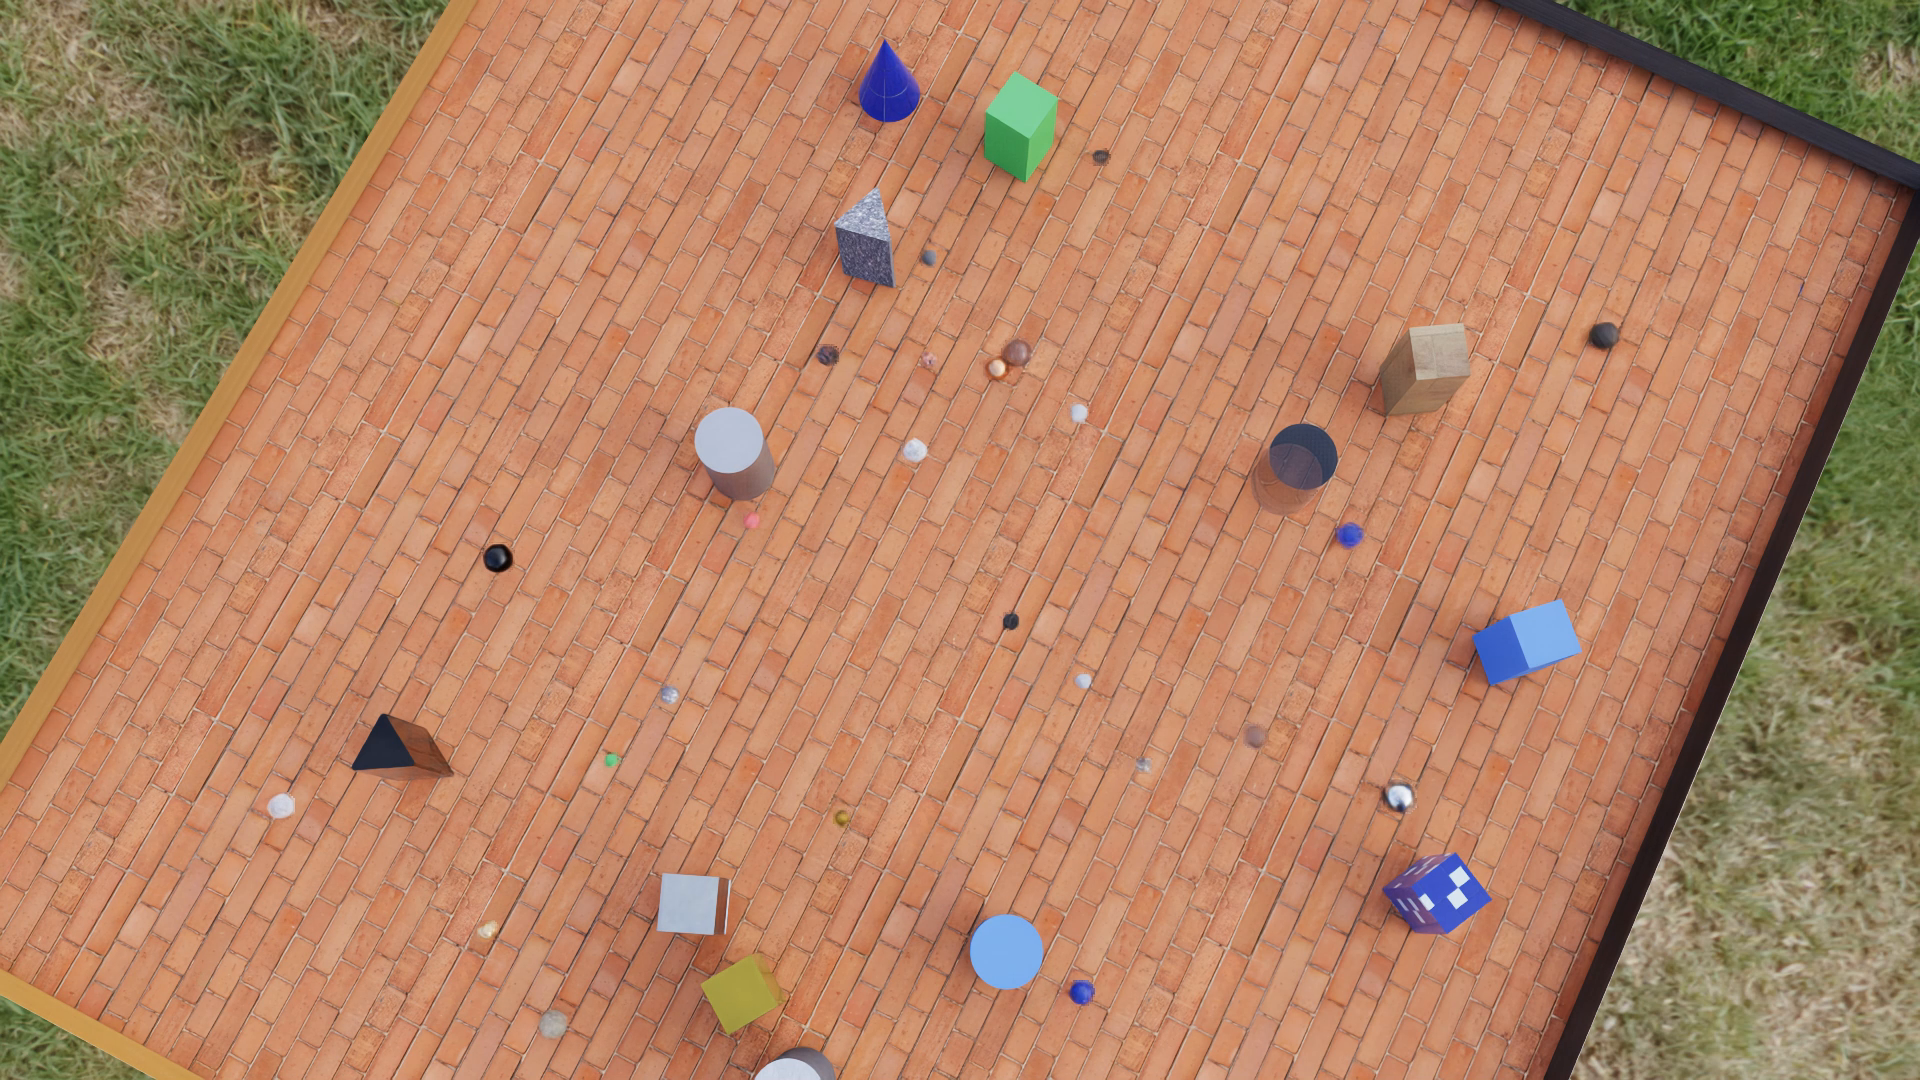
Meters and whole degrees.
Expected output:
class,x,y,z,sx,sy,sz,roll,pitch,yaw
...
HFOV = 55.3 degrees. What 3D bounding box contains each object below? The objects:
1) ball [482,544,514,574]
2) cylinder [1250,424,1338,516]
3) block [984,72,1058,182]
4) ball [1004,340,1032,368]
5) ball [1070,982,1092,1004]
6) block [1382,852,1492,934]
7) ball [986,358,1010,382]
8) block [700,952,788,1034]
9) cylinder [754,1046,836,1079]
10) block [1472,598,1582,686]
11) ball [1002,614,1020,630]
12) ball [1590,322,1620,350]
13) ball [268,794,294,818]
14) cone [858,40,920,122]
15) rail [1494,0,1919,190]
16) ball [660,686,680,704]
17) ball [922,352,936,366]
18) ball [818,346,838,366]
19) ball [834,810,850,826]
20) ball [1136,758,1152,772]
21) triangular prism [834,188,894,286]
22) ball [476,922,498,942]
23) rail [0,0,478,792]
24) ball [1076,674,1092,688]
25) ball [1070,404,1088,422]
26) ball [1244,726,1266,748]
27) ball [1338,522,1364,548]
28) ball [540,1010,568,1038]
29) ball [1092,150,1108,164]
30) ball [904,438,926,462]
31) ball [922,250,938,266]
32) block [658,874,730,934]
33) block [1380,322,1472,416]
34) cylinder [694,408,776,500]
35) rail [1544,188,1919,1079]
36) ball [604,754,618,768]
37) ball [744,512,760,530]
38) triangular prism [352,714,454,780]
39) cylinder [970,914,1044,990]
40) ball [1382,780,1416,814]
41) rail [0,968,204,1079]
class,x,y,z,sx,sy,sz,roll,pitch,yaw
ball,-1.401,0.056,5.559,0.090,0.090,0.090,0,78,0
cylinder,0.995,-0.207,5.481,0.199,0.349,0.199,0,78,0
block,0.187,-1.282,5.709,0.159,0.340,0.159,33,80,6
ball,0.180,-0.580,5.692,0.088,0.088,0.088,0,78,0
ball,0.351,1.313,5.311,0.066,0.066,0.066,0,78,0
block,1.354,1.009,5.224,0.159,0.360,0.159,-35,80,-7
ball,0.115,-0.530,5.688,0.074,0.074,0.074,0,78,0
block,-0.611,1.286,5.206,0.159,0.283,0.159,-30,80,-6
cylinder,-0.457,1.520,5.070,0.199,0.454,0.199,0,78,0
block,1.652,0.303,5.357,0.159,0.386,0.159,-17,79,-3
ball,0.155,0.246,5.540,0.050,0.050,0.050,0,78,0
ball,2.008,-0.637,5.704,0.087,0.087,0.087,0,78,0
ball,-2.007,0.788,5.417,0.072,0.072,0.072,0,78,0
cone,-0.228,-1.479,5.730,0.199,0.377,0.199,0,78,0
rail,1.067,-2.084,5.981,4.472,0.129,0.045,26,80,5
ball,-0.869,0.464,5.493,0.054,0.054,0.054,0,78,0
ball,-0.095,-0.564,5.711,0.044,0.044,0.044,0,78,0
ball,-0.412,-0.575,5.704,0.062,0.062,0.062,0,78,0
ball,-0.350,0.823,5.423,0.045,0.045,0.045,0,78,0
ball,0.547,0.670,5.455,0.044,0.044,0.044,0,78,0
triangular prism,-0.266,-0.932,5.603,0.172,0.405,0.149,17,79,3
ball,-1.381,1.144,5.351,0.057,0.057,0.057,0,78,0
rail,-1.979,-0.962,5.749,0.045,0.129,4.821,26,80,5
ball,0.370,0.424,5.505,0.047,0.047,0.047,0,78,0
ball,0.366,-0.392,5.669,0.056,0.056,0.056,0,78,0
ball,0.880,0.585,5.462,0.067,0.067,0.067,0,78,0
ball,1.188,-0.014,5.580,0.077,0.077,0.077,0,78,0
ball,-1.172,1.397,5.286,0.081,0.081,0.081,0,78,0
ball,0.449,-1.221,5.845,0.049,0.049,0.049,0,78,0
ball,-0.138,-0.276,5.638,0.071,0.071,0.071,0,78,0
ball,-0.095,-0.890,5.775,0.051,0.051,0.051,0,78,0
block,-0.761,1.046,5.262,0.159,0.270,0.159,4,78,1
block,1.396,-0.509,5.521,0.159,0.394,0.159,-5,78,-1
cylinder,-0.670,-0.254,5.487,0.199,0.356,0.199,0,78,0
rail,1.979,0.976,5.348,0.045,0.129,4.821,26,80,5
ball,-1.039,0.656,5.460,0.041,0.041,0.041,0,78,0
ball,-0.636,-0.058,5.603,0.050,0.050,0.050,0,78,0
triangular prism,-1.602,0.596,5.286,0.172,0.406,0.149,-4,78,-1
cylinder,0.127,1.159,5.174,0.199,0.397,0.199,0,78,0
ball,1.295,0.758,5.409,0.099,0.099,0.099,0,78,0
rail,-1.067,2.097,5.115,4.472,0.129,0.045,26,80,5
